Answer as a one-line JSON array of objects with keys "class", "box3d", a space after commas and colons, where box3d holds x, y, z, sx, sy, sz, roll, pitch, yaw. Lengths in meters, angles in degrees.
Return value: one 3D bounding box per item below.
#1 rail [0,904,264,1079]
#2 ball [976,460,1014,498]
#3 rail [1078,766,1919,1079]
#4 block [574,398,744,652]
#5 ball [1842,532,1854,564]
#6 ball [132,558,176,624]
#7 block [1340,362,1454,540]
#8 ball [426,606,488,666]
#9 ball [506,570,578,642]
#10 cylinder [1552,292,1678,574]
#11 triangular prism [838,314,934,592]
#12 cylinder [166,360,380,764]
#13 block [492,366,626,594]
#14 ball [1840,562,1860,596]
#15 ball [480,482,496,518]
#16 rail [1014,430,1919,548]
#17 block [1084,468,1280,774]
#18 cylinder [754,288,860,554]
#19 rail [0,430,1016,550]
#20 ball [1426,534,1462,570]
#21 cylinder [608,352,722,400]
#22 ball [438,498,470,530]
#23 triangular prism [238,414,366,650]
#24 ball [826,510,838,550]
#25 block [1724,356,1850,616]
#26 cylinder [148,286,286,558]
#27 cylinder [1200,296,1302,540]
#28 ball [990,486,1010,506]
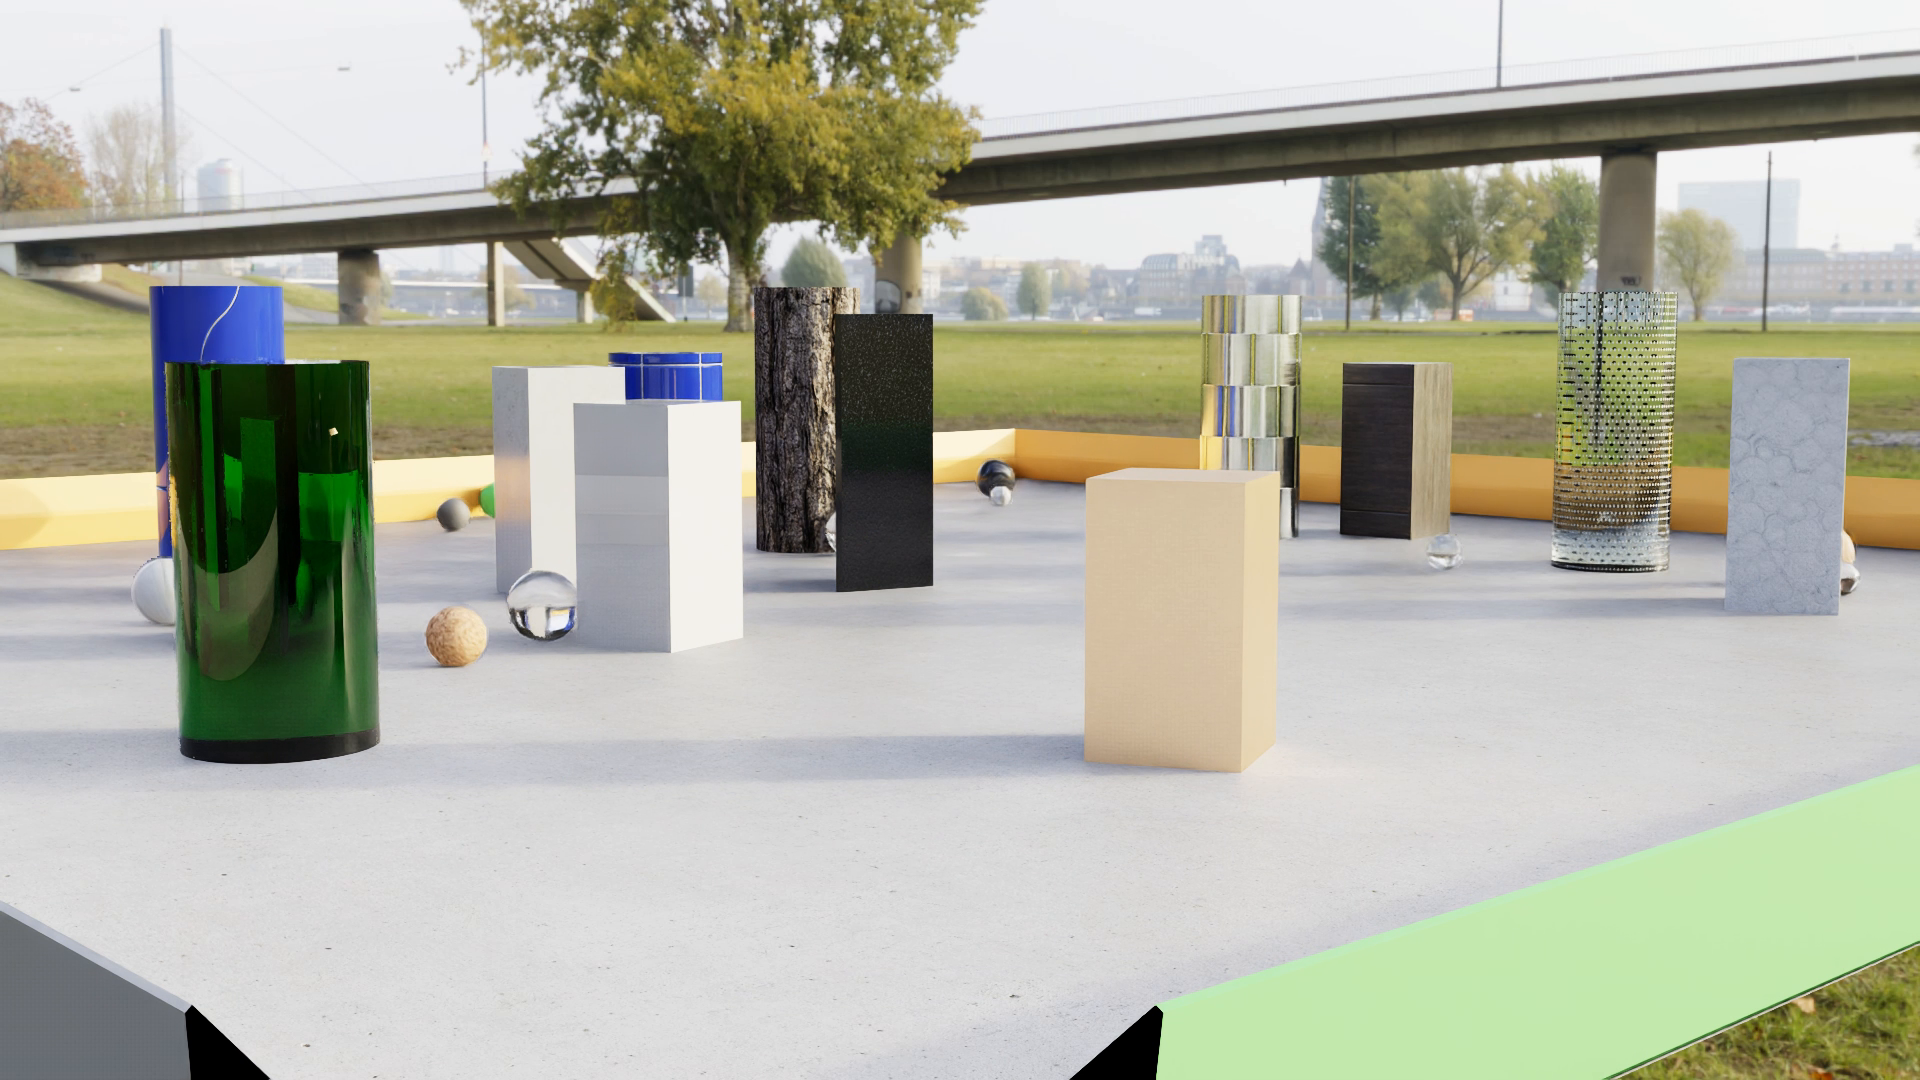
[{"class": "rail", "box3d": [-1.338, 0.162, 2.104, 0.045, 0.128, 3.562, -5, 8, -42]}, {"class": "ball", "box3d": [0.084, -0.144, 5.215, 0.093, 0.093, 0.093, 0, 6, 0]}, {"class": "rail", "box3d": [1.192, 0.167, 2.047, 3.689, 0.128, 0.045, -5, 8, -42]}, {"class": "block", "box3d": [-0.405, -0.024, 2.960, 0.158, 0.323, 0.158, 4, 7, 30]}, {"class": "ball", "box3d": [1.419, 0.021, 3.616, 0.097, 0.097, 0.097, 0, 6, 0]}, {"class": "ball", "box3d": [-1.126, 0.073, 3.127, 0.094, 0.094, 0.094, 0, 6, 0]}, {"class": "block", "box3d": [0.869, -0.182, 4.380, 0.158, 0.341, 0.158, 5, 8, 40]}, {"class": "ball", "box3d": [-0.632, 0.121, 2.760, 0.076, 0.076, 0.076, 0, 6, 0]}, {"class": "ball", "box3d": [-0.561, 0.089, 2.958, 0.098, 0.098, 0.098, 0, 6, 0]}, {"class": "cylinder", "box3d": [1.134, -0.190, 3.813, 0.198, 0.475, 0.198, 0, 6, 0]}, {"class": "triangular prism", "box3d": [-0.153, -0.147, 3.570, 0.171, 0.439, 0.148, -3, 7, -29]}, {"class": "cylinder", "box3d": [-0.698, 0.015, 2.243, 0.198, 0.393, 0.198, 0, 6, 0]}, {"class": "block", "box3d": [-0.631, -0.094, 3.466, 0.158, 0.357, 0.158, -4, 7, -32]}, {"class": "ball", "box3d": [1.381, 0.060, 3.444, 0.054, 0.054, 0.054, 0, 6, 0]}, {"class": "ball", "box3d": [-0.993, -0.086, 4.726, 0.079, 0.079, 0.079, 0, 6, 0]}, {"class": "rail", "box3d": [1.338, -0.095, 4.560, 0.045, 0.128, 3.562, -5, 8, -42]}, {"class": "block", "box3d": [0.225, 0.075, 2.210, 0.158, 0.281, 0.158, 2, 6, 20]}, {"class": "cylinder", "box3d": [-0.284, -0.227, 4.115, 0.198, 0.487, 0.198, 0, 6, 0]}, {"class": "rail", "box3d": [-1.192, -0.101, 4.616, 3.689, 0.128, 0.045, -5, 8, -42]}, {"class": "ball", "box3d": [0.833, 0.022, 3.781, 0.061, 0.061, 0.061, 0, 6, 0]}, {"class": "cylinder", "box3d": [-0.512, -0.140, 3.836, 0.198, 0.371, 0.198, 0, 6, 0]}, {"class": "ball", "box3d": [-1.026, -0.051, 4.454, 0.065, 0.065, 0.065, 0, 6, 0]}, {"class": "triangular prism", "box3d": [-0.930, -0.019, 2.997, 0.148, 0.304, 0.171, 4, 7, 33]}, {"class": "ball", "box3d": [-0.200, -0.017, 4.017, 0.089, 0.089, 0.089, 0, 6, 0]}, {"class": "block", "box3d": [1.244, -0.086, 3.304, 0.158, 0.373, 0.158, 2, 6, 23]}, {"class": "cylinder", "box3d": [-1.151, -0.153, 3.429, 0.198, 0.481, 0.198, 0, 6, 0]}, {"class": "cylinder", "box3d": [0.574, -0.245, 4.348, 0.198, 0.474, 0.198, 0, 6, 0]}, {"class": "ball", "box3d": [0.093, -0.101, 5.027, 0.046, 0.046, 0.046, 0, 6, 0]}]
